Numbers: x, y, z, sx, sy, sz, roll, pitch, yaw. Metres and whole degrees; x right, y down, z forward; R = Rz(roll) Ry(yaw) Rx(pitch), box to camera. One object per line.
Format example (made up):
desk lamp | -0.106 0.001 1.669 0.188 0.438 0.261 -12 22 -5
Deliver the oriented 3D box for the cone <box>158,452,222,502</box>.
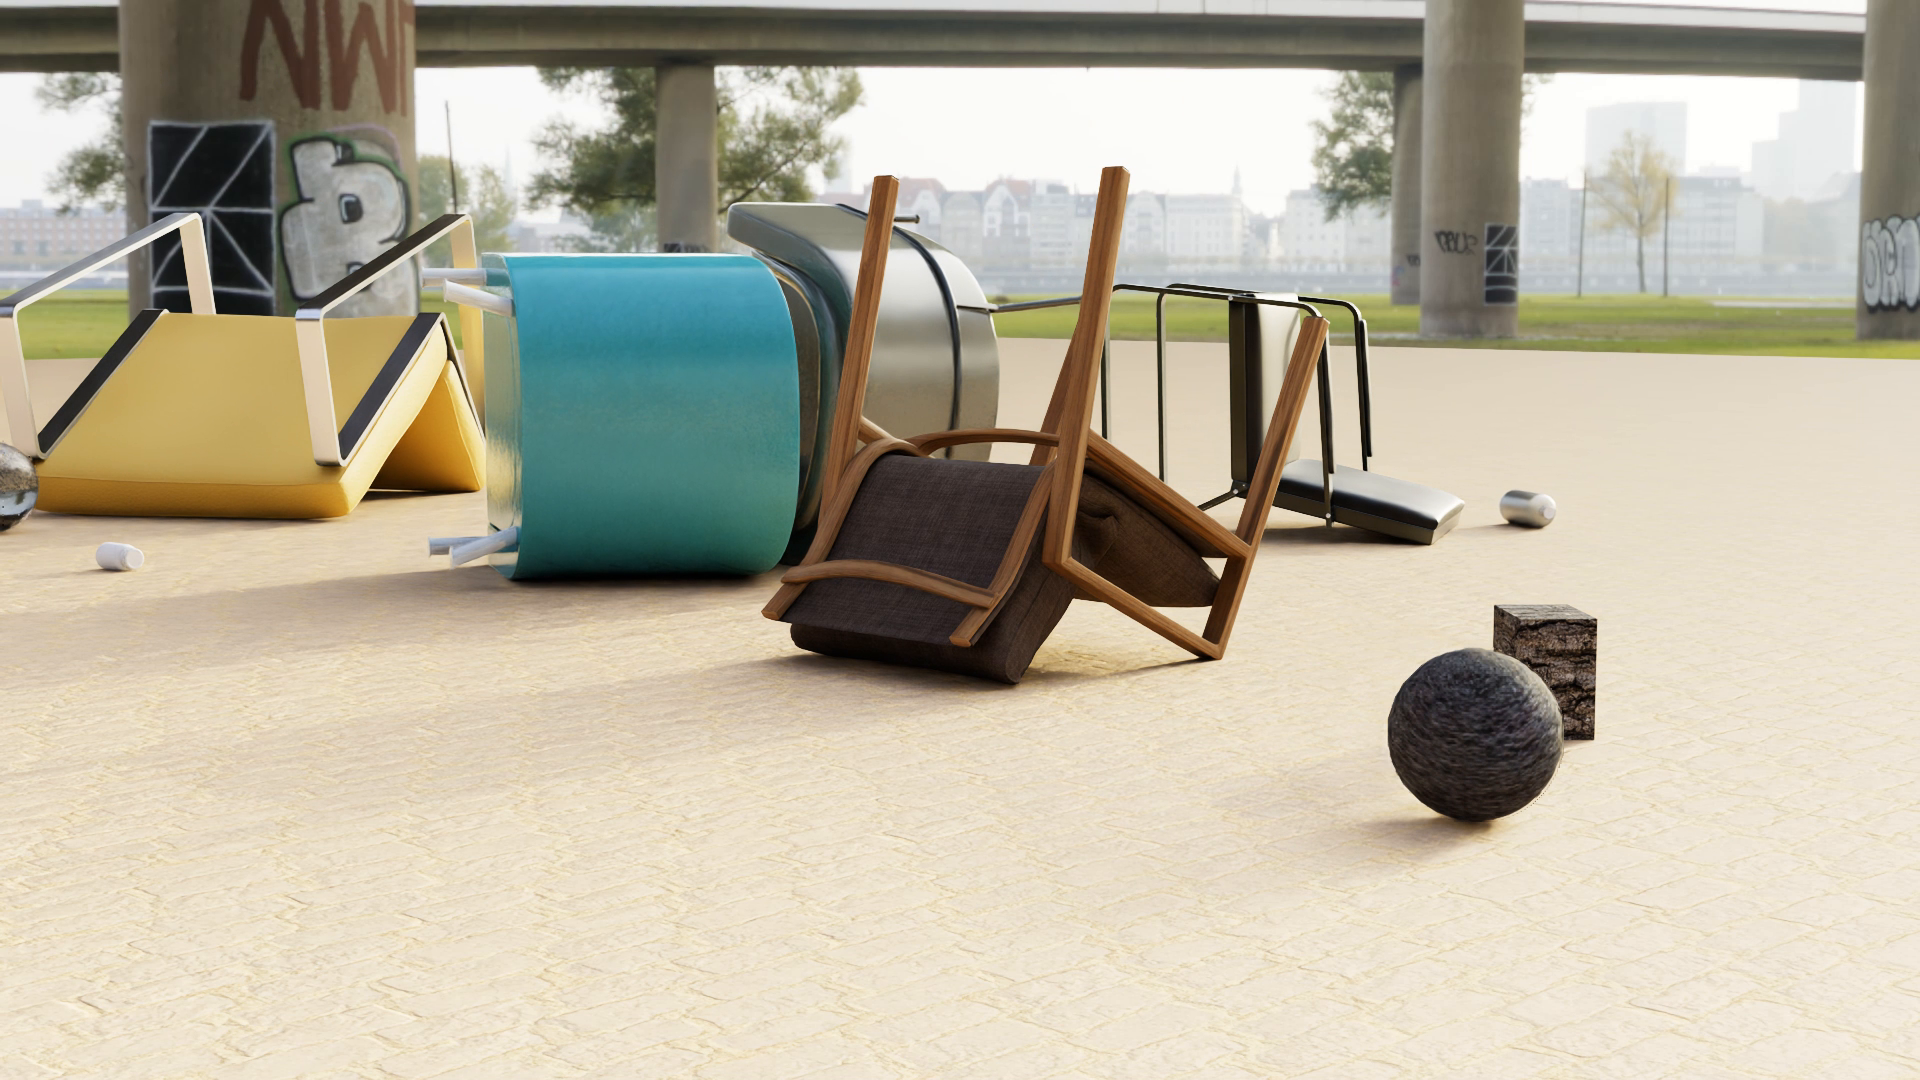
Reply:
cone | -2.239 -0.155 7.568 0.205 0.150 0.177 11 21 -43

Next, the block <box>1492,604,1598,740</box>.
block | 0.846 0.190 3.720 0.110 0.174 0.163 0 6 -1

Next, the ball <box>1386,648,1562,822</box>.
ball | 0.623 0.236 3.107 0.209 0.209 0.209 0 6 0

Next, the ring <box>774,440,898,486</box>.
ring | -0.395 -0.245 8.186 0.424 0.126 0.364 -7 8 -44

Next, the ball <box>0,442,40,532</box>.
ball | -2.488 -0.136 6.582 0.236 0.236 0.236 0 6 0
